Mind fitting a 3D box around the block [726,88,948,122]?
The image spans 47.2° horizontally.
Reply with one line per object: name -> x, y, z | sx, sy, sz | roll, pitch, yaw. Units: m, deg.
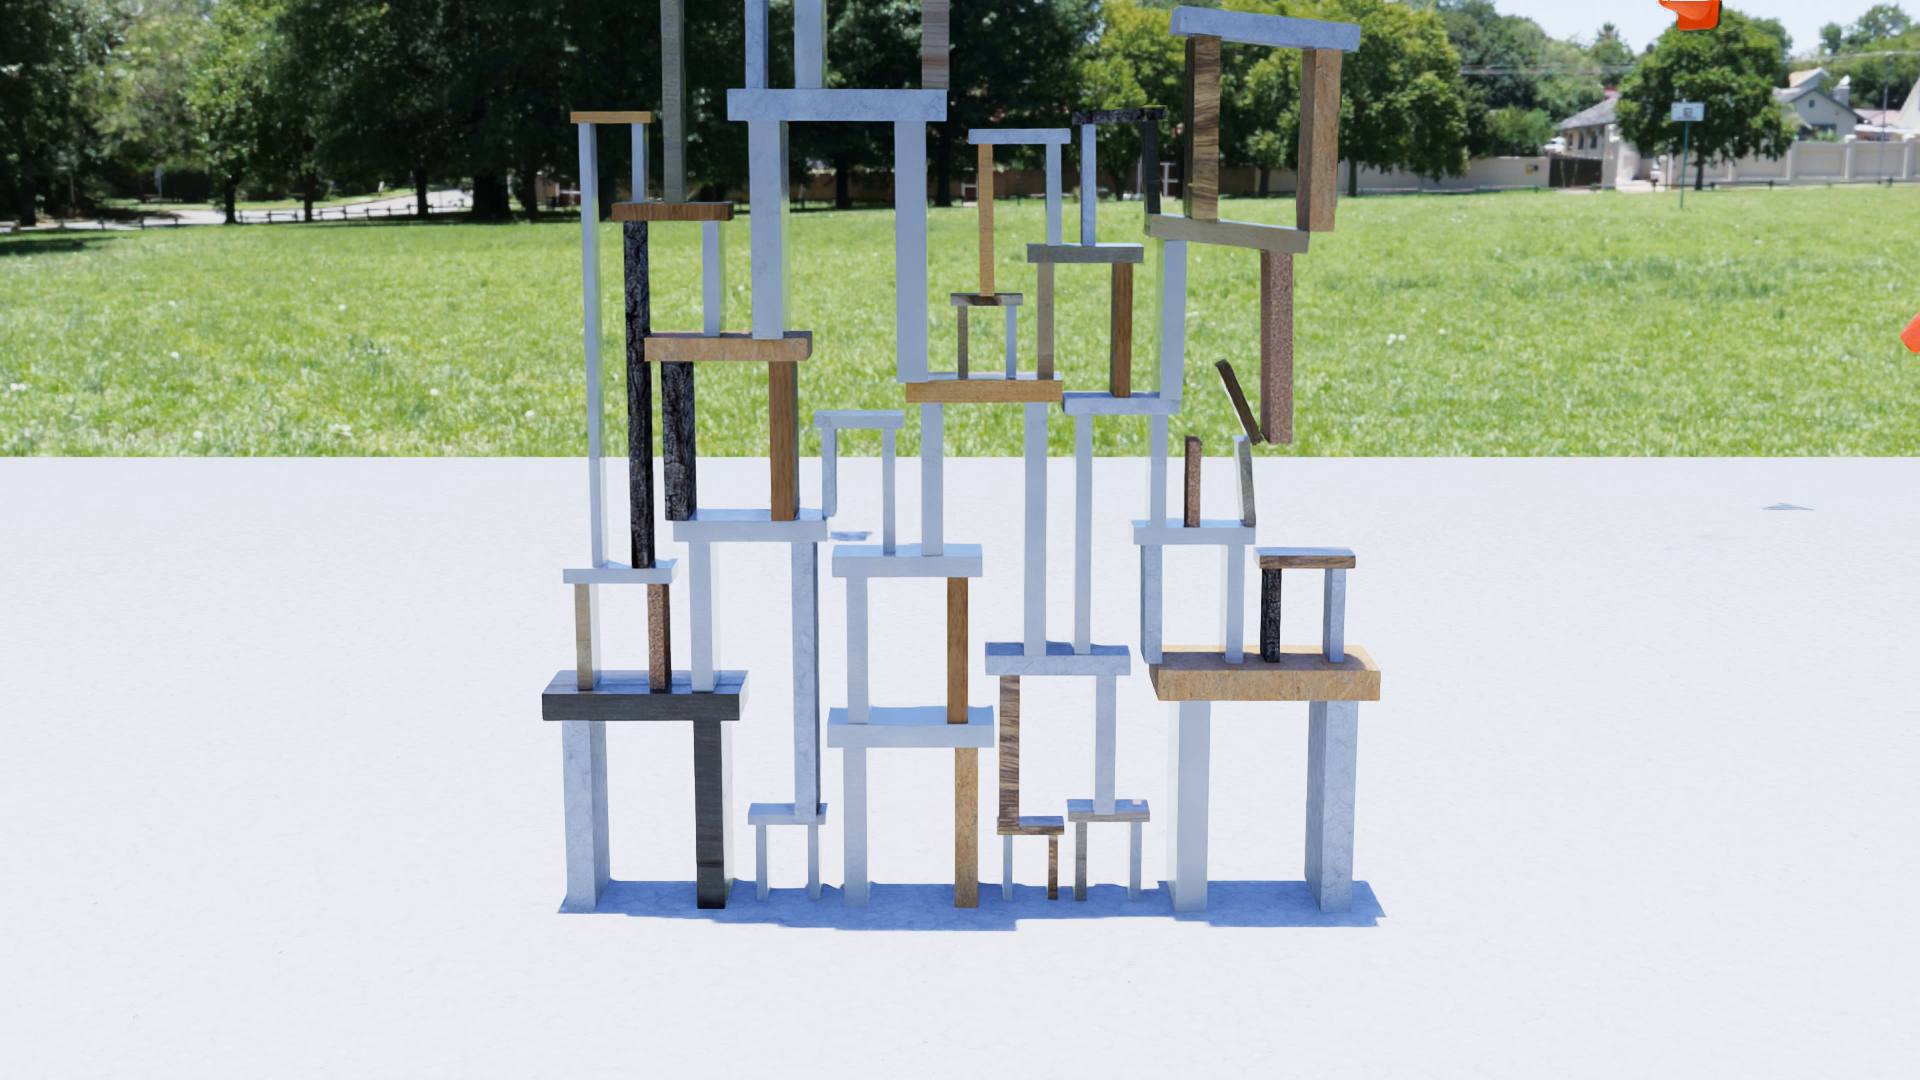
block -> -0.188, -0.679, 3.433 | 0.334, 0.047, 0.167 | 0, 11, 0

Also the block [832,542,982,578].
block -> -0.084, 0.032, 3.565 | 0.241, 0.034, 0.121 | 0, 11, 0

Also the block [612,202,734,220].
block -> -0.450, -0.517, 3.458 | 0.181, 0.026, 0.090 | 0, 11, 0

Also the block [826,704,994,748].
block -> -0.080, 0.305, 3.616 | 0.271, 0.038, 0.135 | 0, 11, 0

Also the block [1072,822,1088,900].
block -> 0.200, 0.524, 3.656 | 0.019, 0.135, 0.067 | 0, 11, 0

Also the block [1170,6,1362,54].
block -> 0.471, -0.791, 3.411 | 0.275, 0.039, 0.138 | 6, 11, -2

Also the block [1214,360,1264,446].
block -> 0.446, -0.221, 3.520 | 0.020, 0.138, 0.069 | -24, 7, 5

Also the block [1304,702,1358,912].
block -> 0.613, 0.416, 3.637 | 0.050, 0.355, 0.177 | 0, 11, 0

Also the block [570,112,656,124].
block -> -0.541, -0.660, 3.435 | 0.123, 0.017, 0.062 | 0, 11, 0

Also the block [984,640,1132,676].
block -> 0.158, 0.192, 3.598 | 0.234, 0.033, 0.117 | 0, 11, 0

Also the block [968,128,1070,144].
block -> 0.092, -0.631, 3.435 | 0.158, 0.022, 0.079 | 0, 11, 0

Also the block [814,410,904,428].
block -> -0.161, -0.194, 3.526 | 0.143, 0.020, 0.072 | 0, 11, -1

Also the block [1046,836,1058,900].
block -> 0.154, 0.536, 3.656 | 0.016, 0.112, 0.056 | 0, 11, 0

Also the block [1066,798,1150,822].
block -> 0.244, 0.448, 3.642 | 0.135, 0.019, 0.068 | 0, 10, 0

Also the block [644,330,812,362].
block -> -0.366, -0.309, 3.499 | 0.254, 0.036, 0.127 | 0, 11, 0

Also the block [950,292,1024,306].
block -> 0.042, -0.382, 3.487 | 0.114, 0.016, 0.057 | 0, 11, 0

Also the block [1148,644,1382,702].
block -> 0.494, 0.217, 3.600 | 0.355, 0.050, 0.177 | 0, 11, 0

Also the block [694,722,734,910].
block -> -0.407, 0.433, 3.645 | 0.045, 0.318, 0.159 | 0, 11, 0

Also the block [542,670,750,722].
block -> -0.513, 0.255, 3.611 | 0.318, 0.045, 0.159 | 0, 11, 0

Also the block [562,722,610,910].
block -> -0.619, 0.433, 3.645 | 0.045, 0.318, 0.159 | 0, 11, 0

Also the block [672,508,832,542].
block -> -0.333, -0.025, 3.554 | 0.246, 0.035, 0.123 | 0, 11, 0

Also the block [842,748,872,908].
block -> -0.170, 0.457, 3.644 | 0.038, 0.271, 0.135 | 0, 11, 0

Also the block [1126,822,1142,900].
block -> 0.290, 0.524, 3.656 | 0.019, 0.135, 0.067 | 0, 10, 0

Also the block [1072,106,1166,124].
block -> 0.247, -0.663, 3.439 | 0.142, 0.020, 0.071 | -3, 11, 0

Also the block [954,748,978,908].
block -> 0.010, 0.457, 3.644 | 0.038, 0.271, 0.135 | 0, 11, 0

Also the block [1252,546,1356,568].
block -> 0.558, 0.028, 3.567 | 0.155, 0.022, 0.077 | 0, 11, 0

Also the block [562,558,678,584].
block -> -0.549, 0.050, 3.566 | 0.175, 0.025, 0.087 | 0, 11, 0

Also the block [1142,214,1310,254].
block -> 0.418, -0.484, 3.466 | 0.247, 0.035, 0.123 | 6, 11, -1

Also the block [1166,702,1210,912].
block -> 0.376, 0.416, 3.637 | 0.050, 0.355, 0.177 | 0, 11, 0

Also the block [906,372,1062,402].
block -> 0.038, -0.245, 3.518 | 0.247, 0.035, 0.123 | 0, 11, 0

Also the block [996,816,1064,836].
block -> 0.116, 0.473, 3.645 | 0.112, 0.016, 0.056 | 0, 11, 0

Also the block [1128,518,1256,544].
block -> 0.375, -0.015, 3.562 | 0.195, 0.028, 0.098 | 0, 11, 0

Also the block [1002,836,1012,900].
block -> 0.079, 0.536, 3.656 | 0.016, 0.112, 0.056 | 0, 11, 0

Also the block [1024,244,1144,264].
block -> 0.195, -0.453, 3.474 | 0.182, 0.026, 0.091 | 0, 11, -1

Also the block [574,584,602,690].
block -> -0.606, 0.148, 3.584 | 0.025, 0.175, 0.087 | 0, 11, 0

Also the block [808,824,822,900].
block -> -0.242, 0.526, 3.660 | 0.018, 0.129, 0.064 | 0, 11, 0

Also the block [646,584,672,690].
block -> -0.490, 0.148, 3.584 | 0.025, 0.175, 0.087 | 0, 11, 0

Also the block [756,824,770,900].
block -> -0.328, 0.526, 3.660 | 0.018, 0.129, 0.064 | 0, 11, 0

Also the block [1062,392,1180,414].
block -> 0.256, -0.219, 3.516 | 0.183, 0.026, 0.091 | 0, 11, -1

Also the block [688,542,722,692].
block -> -0.415, 0.113, 3.580 | 0.035, 0.246, 0.123 | 0, 11, 0

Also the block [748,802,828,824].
block -> -0.285, 0.454, 3.648 | 0.129, 0.018, 0.064 | 0, 11, 0
